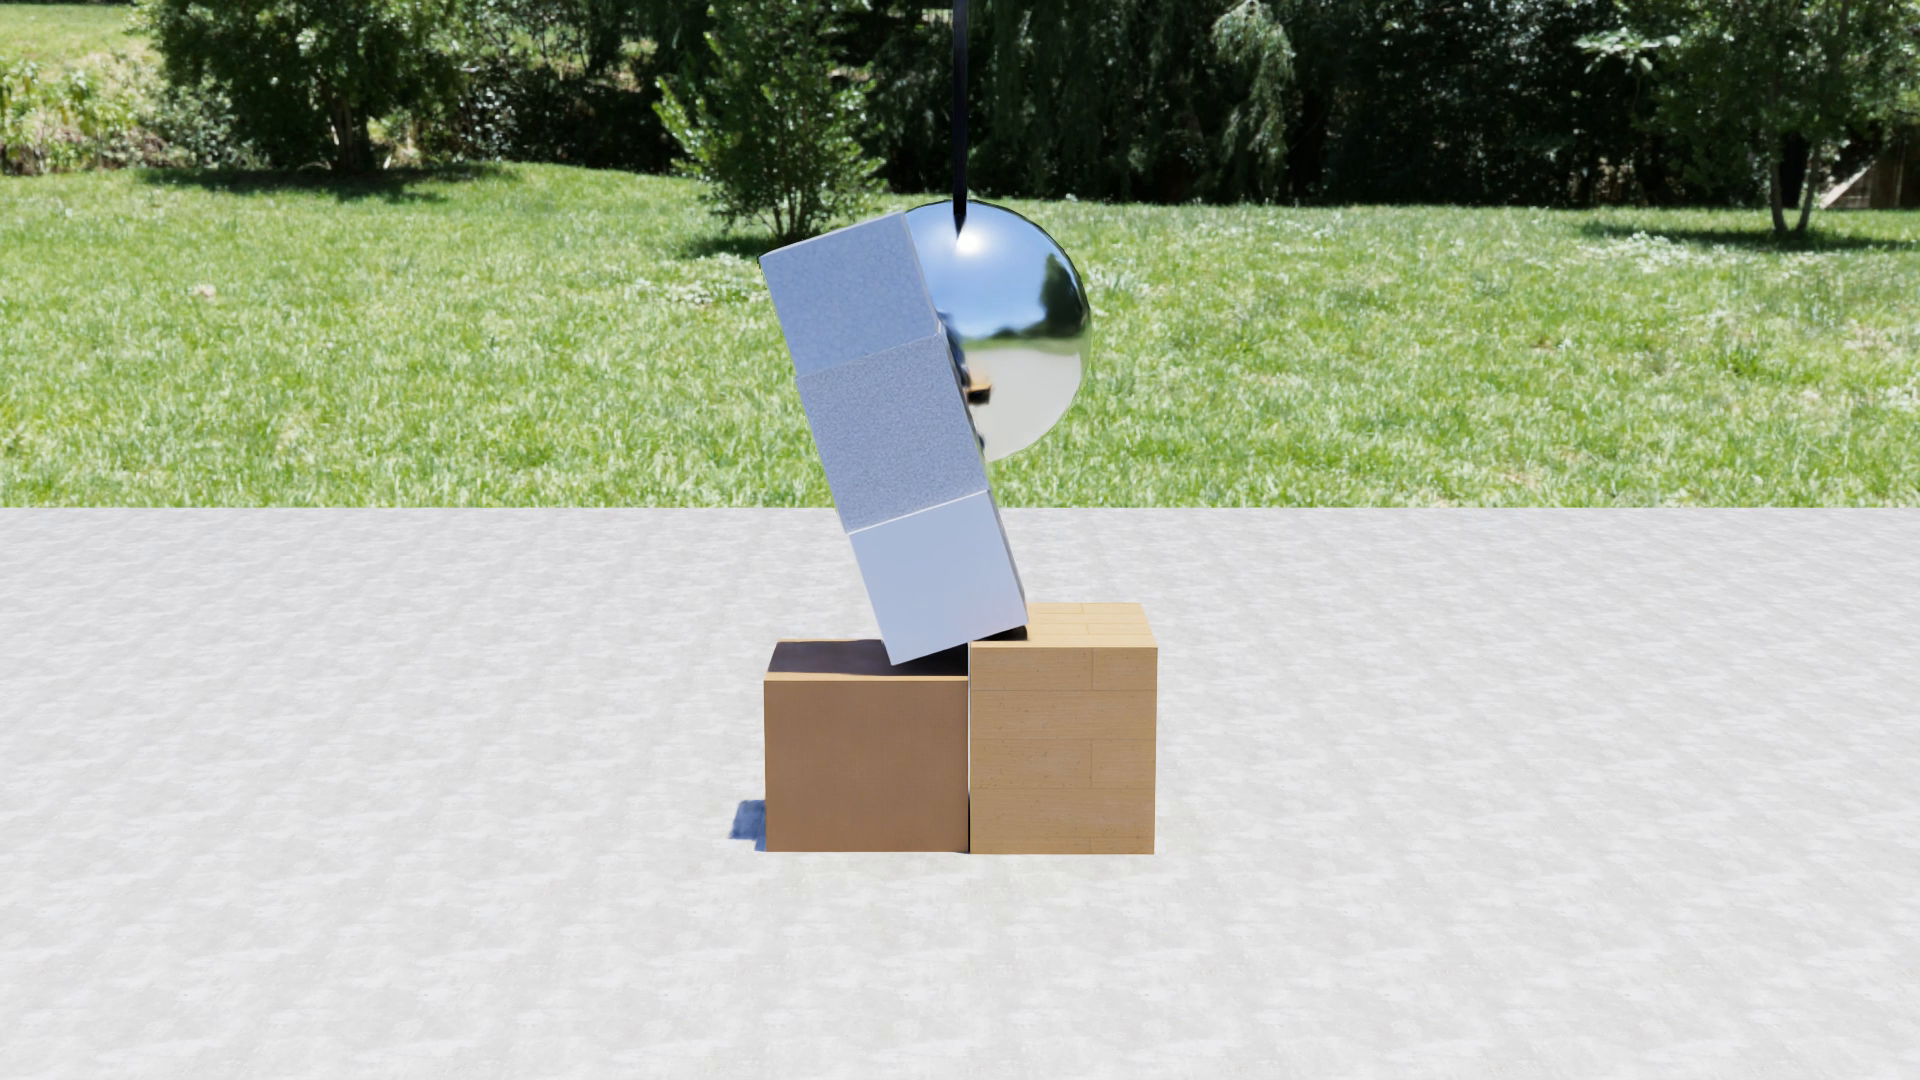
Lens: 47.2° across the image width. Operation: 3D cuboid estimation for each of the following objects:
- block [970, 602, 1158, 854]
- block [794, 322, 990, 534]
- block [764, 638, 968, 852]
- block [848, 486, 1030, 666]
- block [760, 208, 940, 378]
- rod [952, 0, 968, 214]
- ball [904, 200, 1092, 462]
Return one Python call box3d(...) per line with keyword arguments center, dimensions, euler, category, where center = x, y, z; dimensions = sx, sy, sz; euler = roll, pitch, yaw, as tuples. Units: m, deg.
box3d(center=(0.510, 0.951, 11.371), dimensions=(0.917, 1.060, 1.052), euler=(0, 10, 0), category="block")
box3d(center=(-0.328, -0.578, 11.073), dimensions=(0.745, 0.801, 0.716), euler=(-17, 10, 3), category="block")
box3d(center=(-0.464, 1.044, 11.359), dimensions=(1.010, 0.883, 0.918), euler=(0, 10, 0), category="block")
box3d(center=(-0.103, 0.121, 11.215), dimensions=(0.713, 0.694, 0.799), euler=(-17, 10, 3), category="block")
box3d(center=(-0.537, -1.238, 10.943), dimensions=(0.711, 0.607, 0.679), euler=(-17, 10, 3), category="block")
box3d(center=(0.000, -4.108, 11.444), dimensions=(0.080, 5.200, 0.080), euler=(0, 33, 0), category="rod")
box3d(center=(0.000, -1.250, 13.286), dimensions=(1.600, 1.600, 1.600), euler=(0, 10, 0), category="ball")
